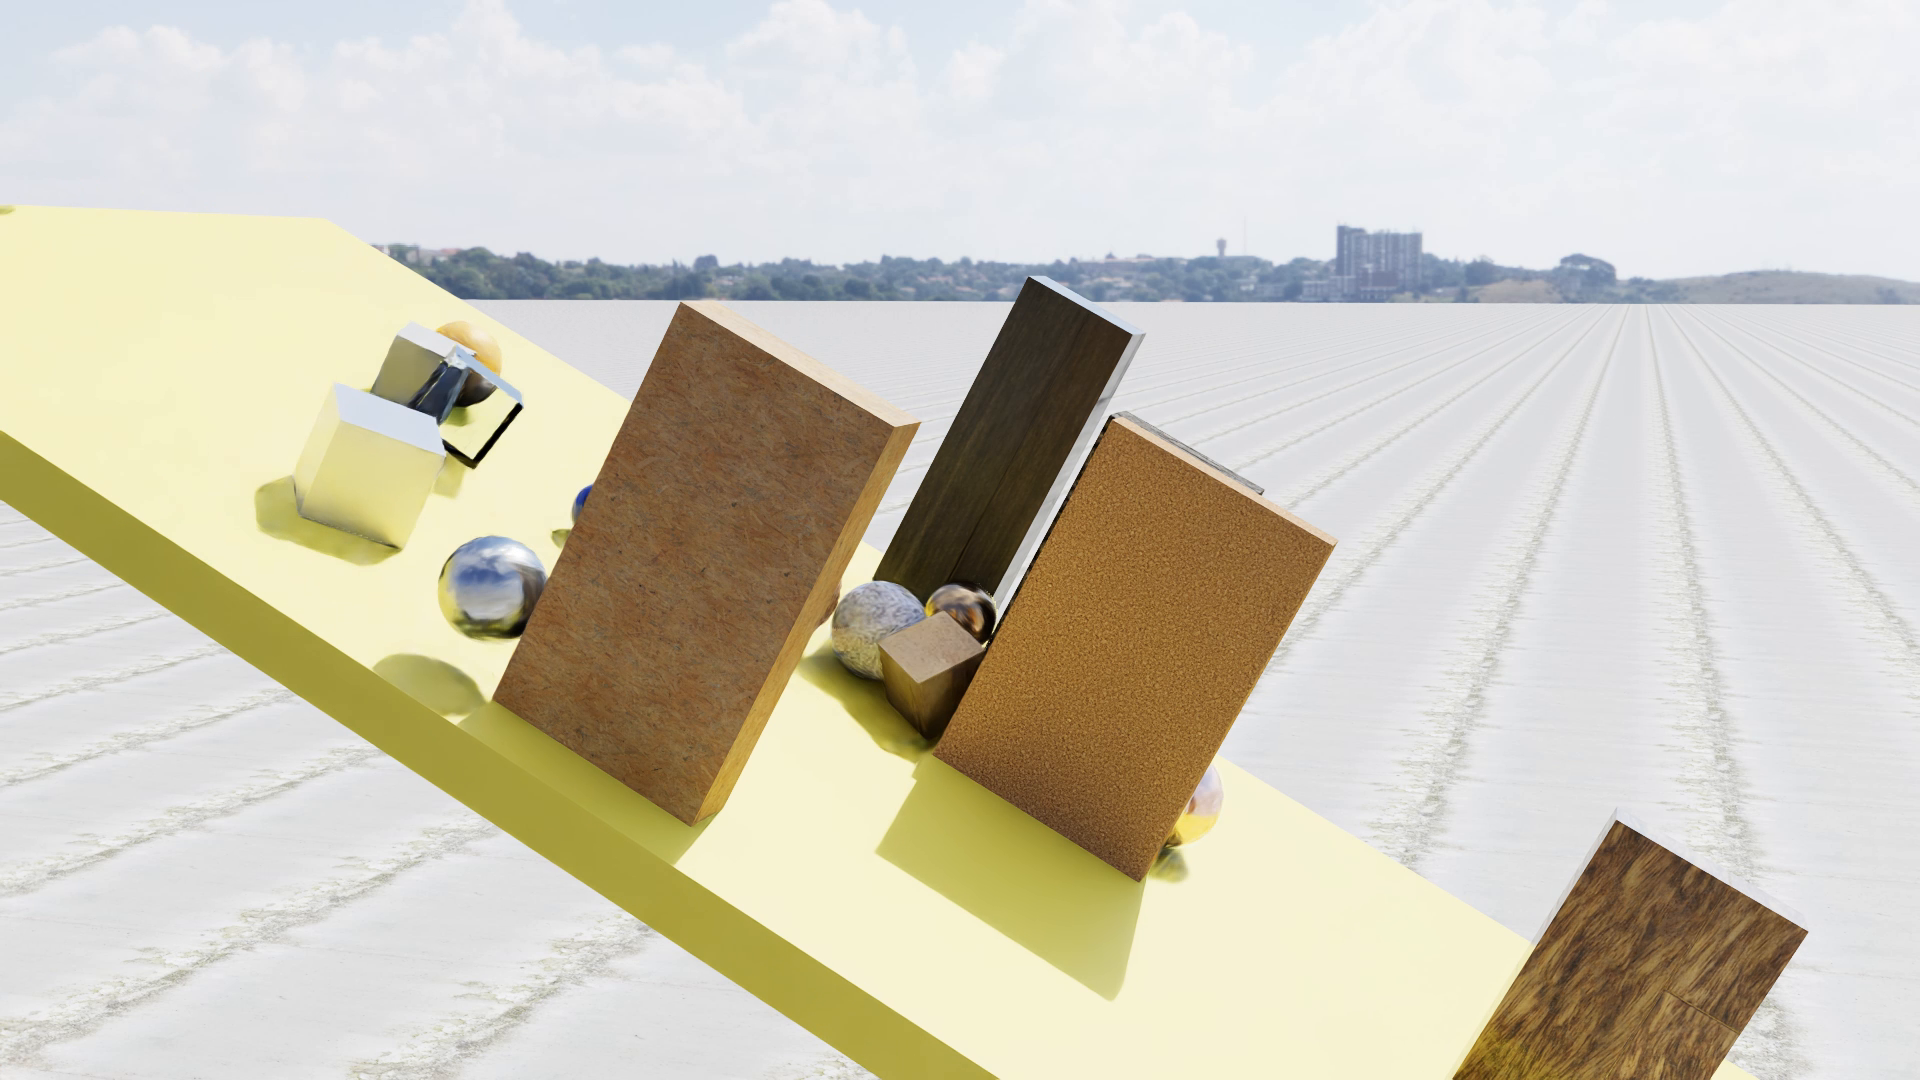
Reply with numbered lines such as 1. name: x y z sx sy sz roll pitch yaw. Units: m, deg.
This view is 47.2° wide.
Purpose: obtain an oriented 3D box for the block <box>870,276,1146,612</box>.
1. block: 0.088 -0.150 4.663 0.251 0.789 0.132 31 14 12

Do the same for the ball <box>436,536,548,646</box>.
1. ball: -0.721 0.078 3.398 0.170 0.170 0.170 0 7 0

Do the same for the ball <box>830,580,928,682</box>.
1. ball: -0.156 0.177 4.277 0.195 0.195 0.195 0 7 0

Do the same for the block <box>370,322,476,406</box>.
1. block: -1.090 -0.337 4.462 0.143 0.143 0.143 26 14 -8

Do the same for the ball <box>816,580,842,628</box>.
1. ball: -0.333 0.085 4.247 0.208 0.208 0.208 0 7 0

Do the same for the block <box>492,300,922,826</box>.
1. block: -0.389 0.034 3.324 0.375 0.692 0.125 31 14 12

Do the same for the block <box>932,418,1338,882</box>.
1. block: 0.310 0.200 3.994 0.448 0.715 0.082 31 14 12

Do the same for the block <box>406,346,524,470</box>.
1. block: -0.957 -0.257 4.247 0.156 0.156 0.156 38 3 -19

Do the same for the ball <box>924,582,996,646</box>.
1. ball: -0.001 0.155 4.390 0.145 0.145 0.145 0 7 0

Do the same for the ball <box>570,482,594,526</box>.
1. ball: -0.688 -0.051 4.237 0.124 0.124 0.124 0 7 0

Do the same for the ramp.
1. ramp: -0.215 0.356 4.144 4.000 0.100 2.000 31 14 12

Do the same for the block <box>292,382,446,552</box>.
1. block: -1.015 -0.128 3.773 0.186 0.186 0.186 21 16 -27

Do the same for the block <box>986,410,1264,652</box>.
1. block: 0.297 0.113 4.382 0.320 0.663 0.139 31 14 12

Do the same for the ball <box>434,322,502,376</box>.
1. ball: -1.047 -0.374 4.619 0.170 0.170 0.170 0 7 0

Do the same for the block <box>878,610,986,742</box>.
1. block: -0.046 0.257 4.170 0.149 0.149 0.149 -26 42 -22

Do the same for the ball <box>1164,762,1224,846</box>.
1. ball: 0.407 0.489 4.218 0.197 0.197 0.197 0 7 0

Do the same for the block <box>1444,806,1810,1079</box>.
1. block: 1.030 0.775 3.499 0.325 0.618 0.091 31 14 12
